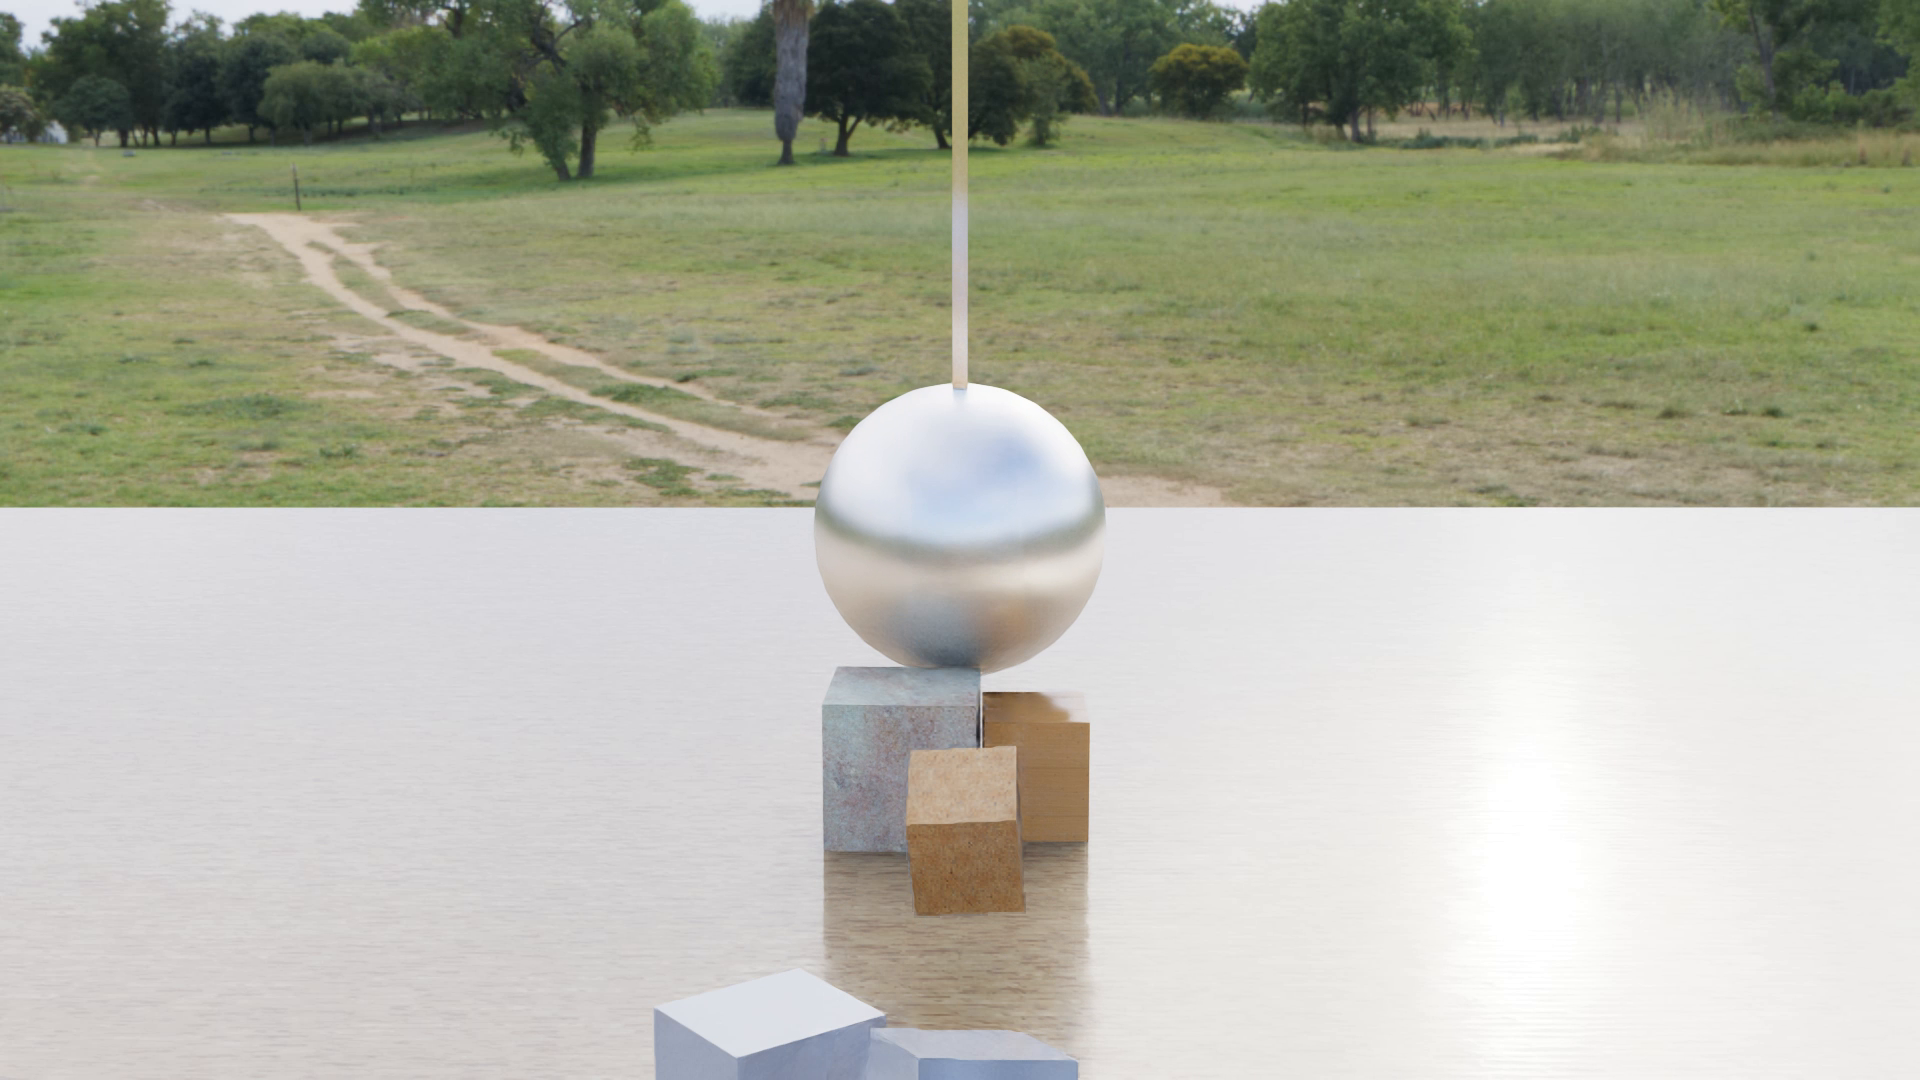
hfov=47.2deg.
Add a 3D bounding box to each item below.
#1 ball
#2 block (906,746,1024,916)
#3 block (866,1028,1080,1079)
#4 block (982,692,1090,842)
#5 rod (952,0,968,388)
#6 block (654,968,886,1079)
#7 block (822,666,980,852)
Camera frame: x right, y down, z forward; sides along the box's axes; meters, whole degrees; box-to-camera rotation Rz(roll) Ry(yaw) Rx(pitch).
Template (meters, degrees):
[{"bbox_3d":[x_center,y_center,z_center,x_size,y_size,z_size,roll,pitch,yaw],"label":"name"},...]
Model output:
[{"bbox_3d":[0.000,-0.054,11.971,1.600,1.600,1.600,0,10,0],"label":"ball"},{"bbox_3d":[0.027,1.246,9.434,0.459,0.503,0.494,-3,33,3],"label":"block"},{"bbox_3d":[0.018,1.884,7.050,0.533,0.532,0.498,6,-3,-20],"label":"block"},{"bbox_3d":[0.386,1.166,11.412,0.534,0.622,0.634,0,10,0],"label":"block"},{"bbox_3d":[0.000,-3.290,10.929,0.080,5.200,0.080,0,18,0],"label":"rod"},{"bbox_3d":[-0.665,1.894,7.724,0.607,0.510,0.550,-8,13,-36],"label":"block"},{"bbox_3d":[-0.286,1.115,11.321,0.762,0.755,0.806,0,10,2],"label":"block"}]
